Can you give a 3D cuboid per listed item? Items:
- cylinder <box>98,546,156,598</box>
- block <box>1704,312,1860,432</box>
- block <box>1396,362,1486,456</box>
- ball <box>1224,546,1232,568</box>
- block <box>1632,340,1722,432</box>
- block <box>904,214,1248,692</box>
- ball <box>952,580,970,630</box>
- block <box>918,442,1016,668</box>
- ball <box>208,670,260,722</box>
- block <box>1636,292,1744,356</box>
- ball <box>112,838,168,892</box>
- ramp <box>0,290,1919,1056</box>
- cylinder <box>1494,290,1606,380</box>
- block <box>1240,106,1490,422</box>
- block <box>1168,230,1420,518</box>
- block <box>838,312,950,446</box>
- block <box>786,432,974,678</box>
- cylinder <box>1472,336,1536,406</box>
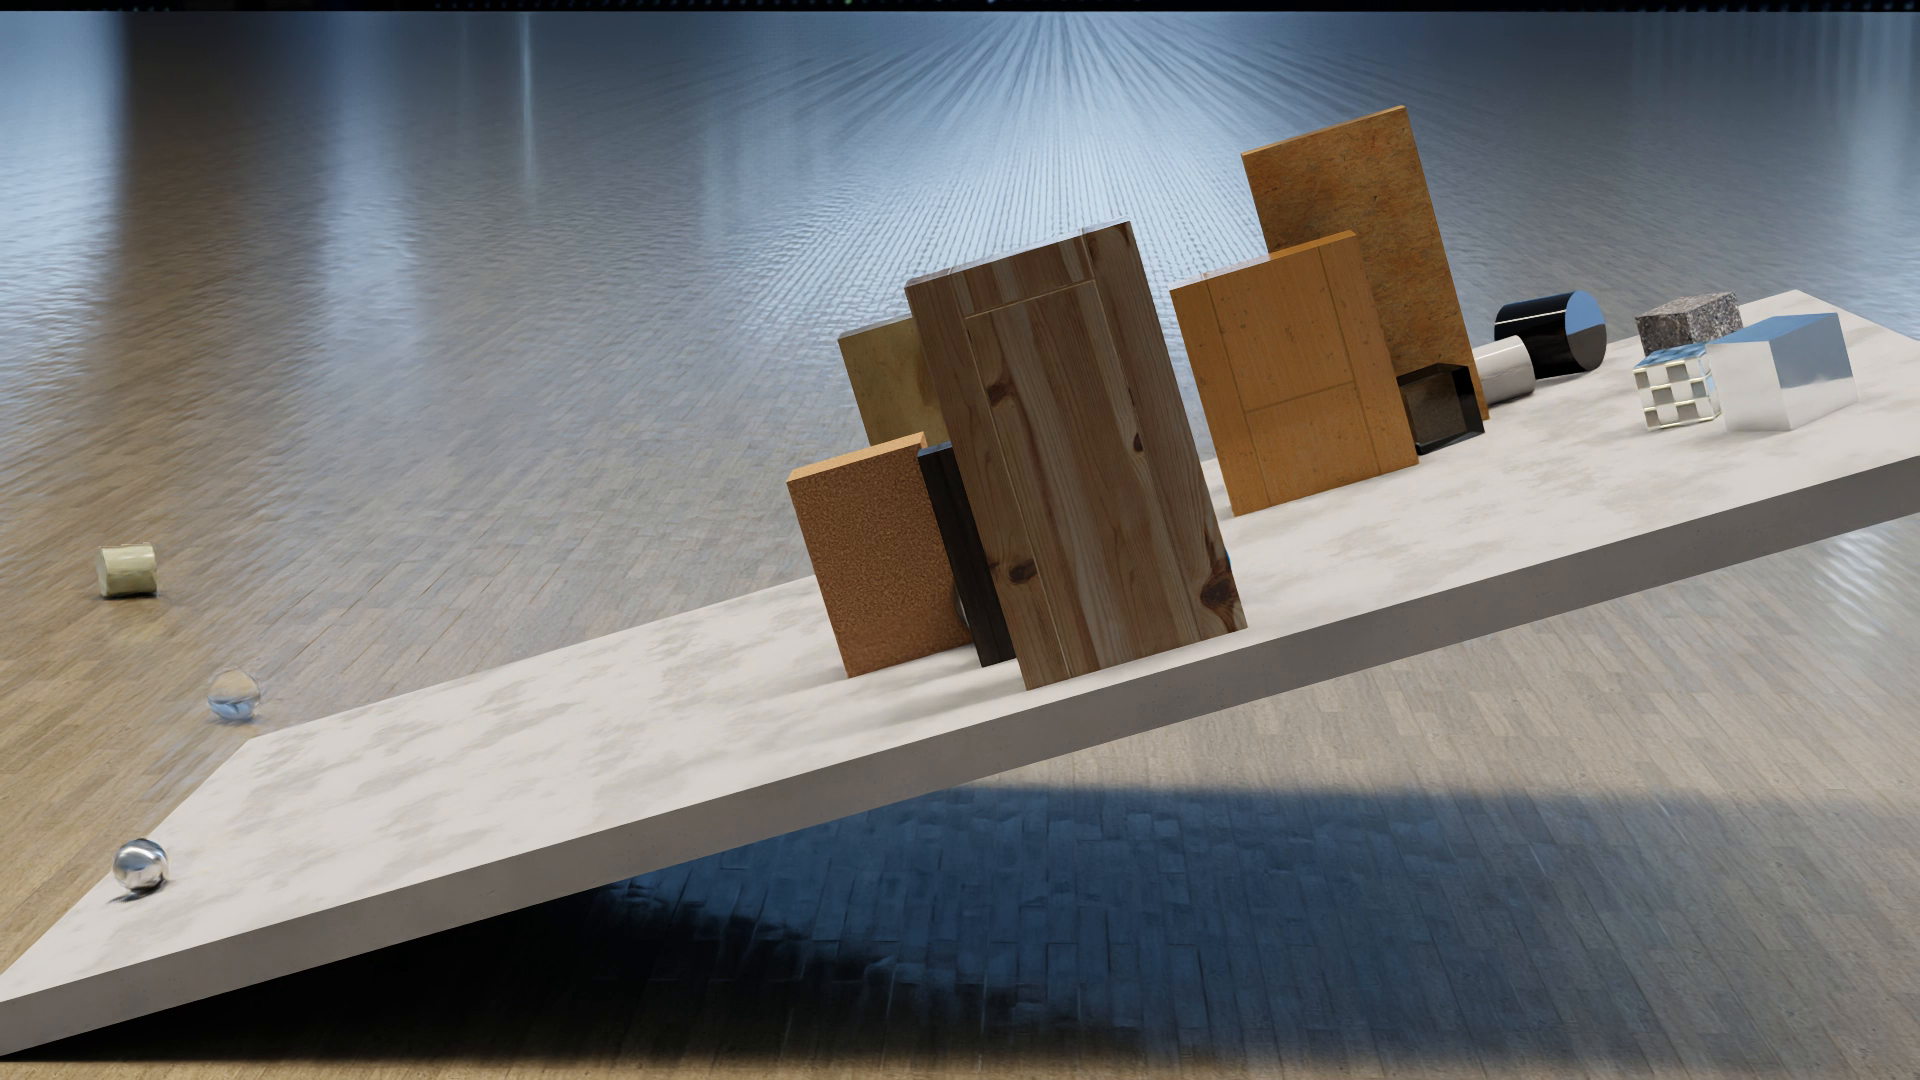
[{"bbox_3d":[-2.728,0.103,9.632,0.159,0.159,0.159,-6,12,-27],"label":"cylinder"},{"bbox_3d":[1.610,-0.328,5.763,0.182,0.182,0.182,-22,11,-24],"label":"block"},{"bbox_3d":[1.053,-0.294,6.582,0.158,0.158,0.158,-19,11,-13],"label":"block"},{"bbox_3d":[0.429,0.058,5.639,0.181,0.181,0.181,0,11,0],"label":"ball"},{"bbox_3d":[1.486,-0.318,6.043,0.138,0.138,0.138,-10,12,34],"label":"block"},{"bbox_3d":[0.217,-0.160,5.441,0.426,0.782,0.138,-16,10,5],"label":"block"},{"bbox_3d":[0.080,0.108,5.919,0.192,0.192,0.192,0,11,0],"label":"ball"},{"bbox_3d":[0.161,-0.015,5.749,0.374,0.436,0.089,-16,10,5],"label":"block"},{"bbox_3d":[-1.979,0.423,8.018,0.142,0.142,0.142,0,11,0],"label":"ball"},{"bbox_3d":[1.614,-0.445,6.475,0.155,0.155,0.155,-23,11,-28],"label":"block"},{"bbox_3d":[-1.683,0.669,6.043,0.111,0.111,0.111,0,11,0],"label":"ball"},{"bbox_3d":[0.093,0.186,6.318,4.000,0.100,2.000,-16,10,5],"label":"ramp"},{"bbox_3d":[1.392,-0.480,6.935,0.190,0.190,0.190,-8,3,41],"label":"cylinder"},{"bbox_3d":[0.920,-0.576,6.678,0.376,0.733,0.091,-16,10,5],"label":"block"},{"bbox_3d":[0.731,-0.366,6.462,0.419,0.521,0.135,-16,10,5],"label":"block"},{"bbox_3d":[-0.060,-0.256,7.034,0.303,0.574,0.127,-16,10,5],"label":"block"},{"bbox_3d":[-0.152,0.030,6.054,0.284,0.427,0.150,-16,10,5],"label":"block"},{"bbox_3d":[1.245,-0.389,6.835,0.139,0.139,0.139,-18,12,-3],"label":"cylinder"}]
